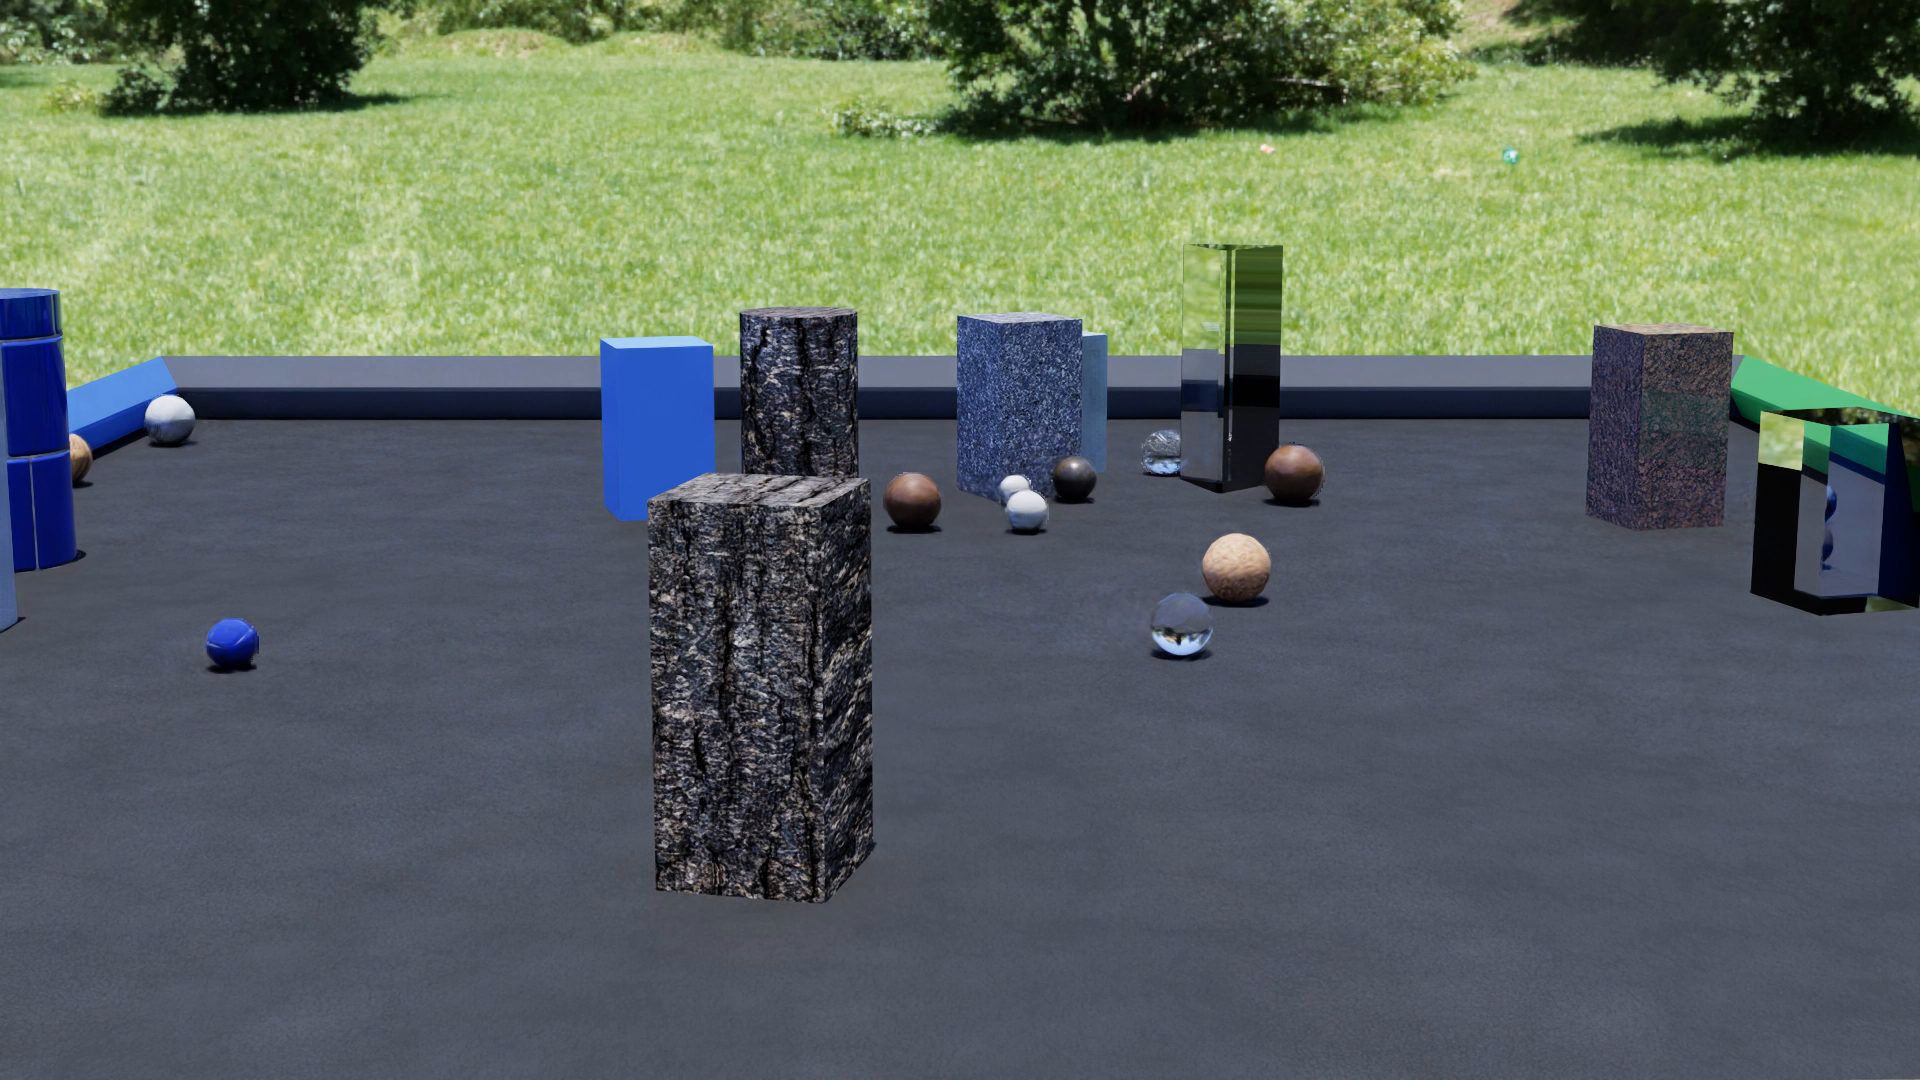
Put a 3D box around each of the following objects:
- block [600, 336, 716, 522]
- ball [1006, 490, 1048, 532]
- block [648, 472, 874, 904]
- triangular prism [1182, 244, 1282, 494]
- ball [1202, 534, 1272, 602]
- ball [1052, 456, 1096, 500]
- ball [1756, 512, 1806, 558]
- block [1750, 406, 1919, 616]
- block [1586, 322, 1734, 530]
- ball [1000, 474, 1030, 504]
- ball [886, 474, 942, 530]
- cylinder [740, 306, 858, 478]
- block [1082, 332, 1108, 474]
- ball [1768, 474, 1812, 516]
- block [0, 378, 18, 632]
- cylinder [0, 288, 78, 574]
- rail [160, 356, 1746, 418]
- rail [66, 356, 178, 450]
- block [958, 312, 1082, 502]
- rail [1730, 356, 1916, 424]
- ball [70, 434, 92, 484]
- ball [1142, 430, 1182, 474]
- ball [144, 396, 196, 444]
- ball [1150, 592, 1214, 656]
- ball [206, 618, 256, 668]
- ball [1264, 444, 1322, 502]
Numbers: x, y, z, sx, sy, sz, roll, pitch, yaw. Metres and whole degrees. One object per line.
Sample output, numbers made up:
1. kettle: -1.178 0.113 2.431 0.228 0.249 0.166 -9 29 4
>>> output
1. block: -0.497 -0.186 4.218 0.157 0.280 0.157 -3 11 -17
2. ball: 0.105 -0.046 4.049 0.066 0.066 0.066 0 10 0
3. block: -0.177 0.129 2.317 0.157 0.354 0.157 3 11 13
4. triangular prism: 0.449 -0.305 4.488 0.148 0.417 0.170 9 14 41
5. ball: 0.379 0.038 3.519 0.094 0.094 0.094 0 10 0
6. ball: 0.193 -0.104 4.337 0.075 0.075 0.075 0 10 0
7. ball: 1.225 -0.007 3.830 0.069 0.069 0.069 0 10 0
8. block: 1.202 -0.042 3.508 0.157 0.256 0.157 -3 11 -17
9. block: 1.123 -0.185 4.128 0.157 0.311 0.157 -3 11 -16
10. ball: 0.091 -0.084 4.293 0.052 0.052 0.052 0 10 0
11. ball: -0.074 -0.061 4.065 0.090 0.090 0.090 0 10 0
12. cylinder: -0.270 -0.224 4.311 0.197 0.320 0.197 0 10 0
13. block: 0.155 -0.249 4.642 0.157 0.250 0.157 -8 13 -36
14. ball: 1.354 -0.073 4.187 0.069 0.069 0.069 0 10 0
15. block: -1.326 -0.057 3.287 0.157 0.366 0.157 0 10 -1
16. cylinder: -1.412 -0.163 3.767 0.197 0.398 0.197 0 10 0
17. rail: -0.011 -0.317 5.337 3.307 0.128 0.045 0 10 0
18. rail: -1.630 0.035 3.440 0.045 0.128 3.888 0 10 0
19. block: 0.101 -0.231 4.398 0.157 0.303 0.157 -5 12 -27
20. rail: 1.630 0.031 3.458 0.045 0.128 3.888 0 10 0
21. ball: -1.569 -0.142 4.494 0.093 0.093 0.093 0 10 0
22. ball: 0.367 -0.158 4.618 0.079 0.079 0.079 0 10 0
23. ball: -1.534 -0.234 4.982 0.095 0.095 0.095 0 10 0
24. ball: 0.277 0.104 3.203 0.079 0.079 0.079 0 10 0
25. ball: -0.890 0.127 3.132 0.061 0.061 0.061 0 10 0
26. ball: 0.560 -0.112 4.315 0.098 0.098 0.098 0 10 0
